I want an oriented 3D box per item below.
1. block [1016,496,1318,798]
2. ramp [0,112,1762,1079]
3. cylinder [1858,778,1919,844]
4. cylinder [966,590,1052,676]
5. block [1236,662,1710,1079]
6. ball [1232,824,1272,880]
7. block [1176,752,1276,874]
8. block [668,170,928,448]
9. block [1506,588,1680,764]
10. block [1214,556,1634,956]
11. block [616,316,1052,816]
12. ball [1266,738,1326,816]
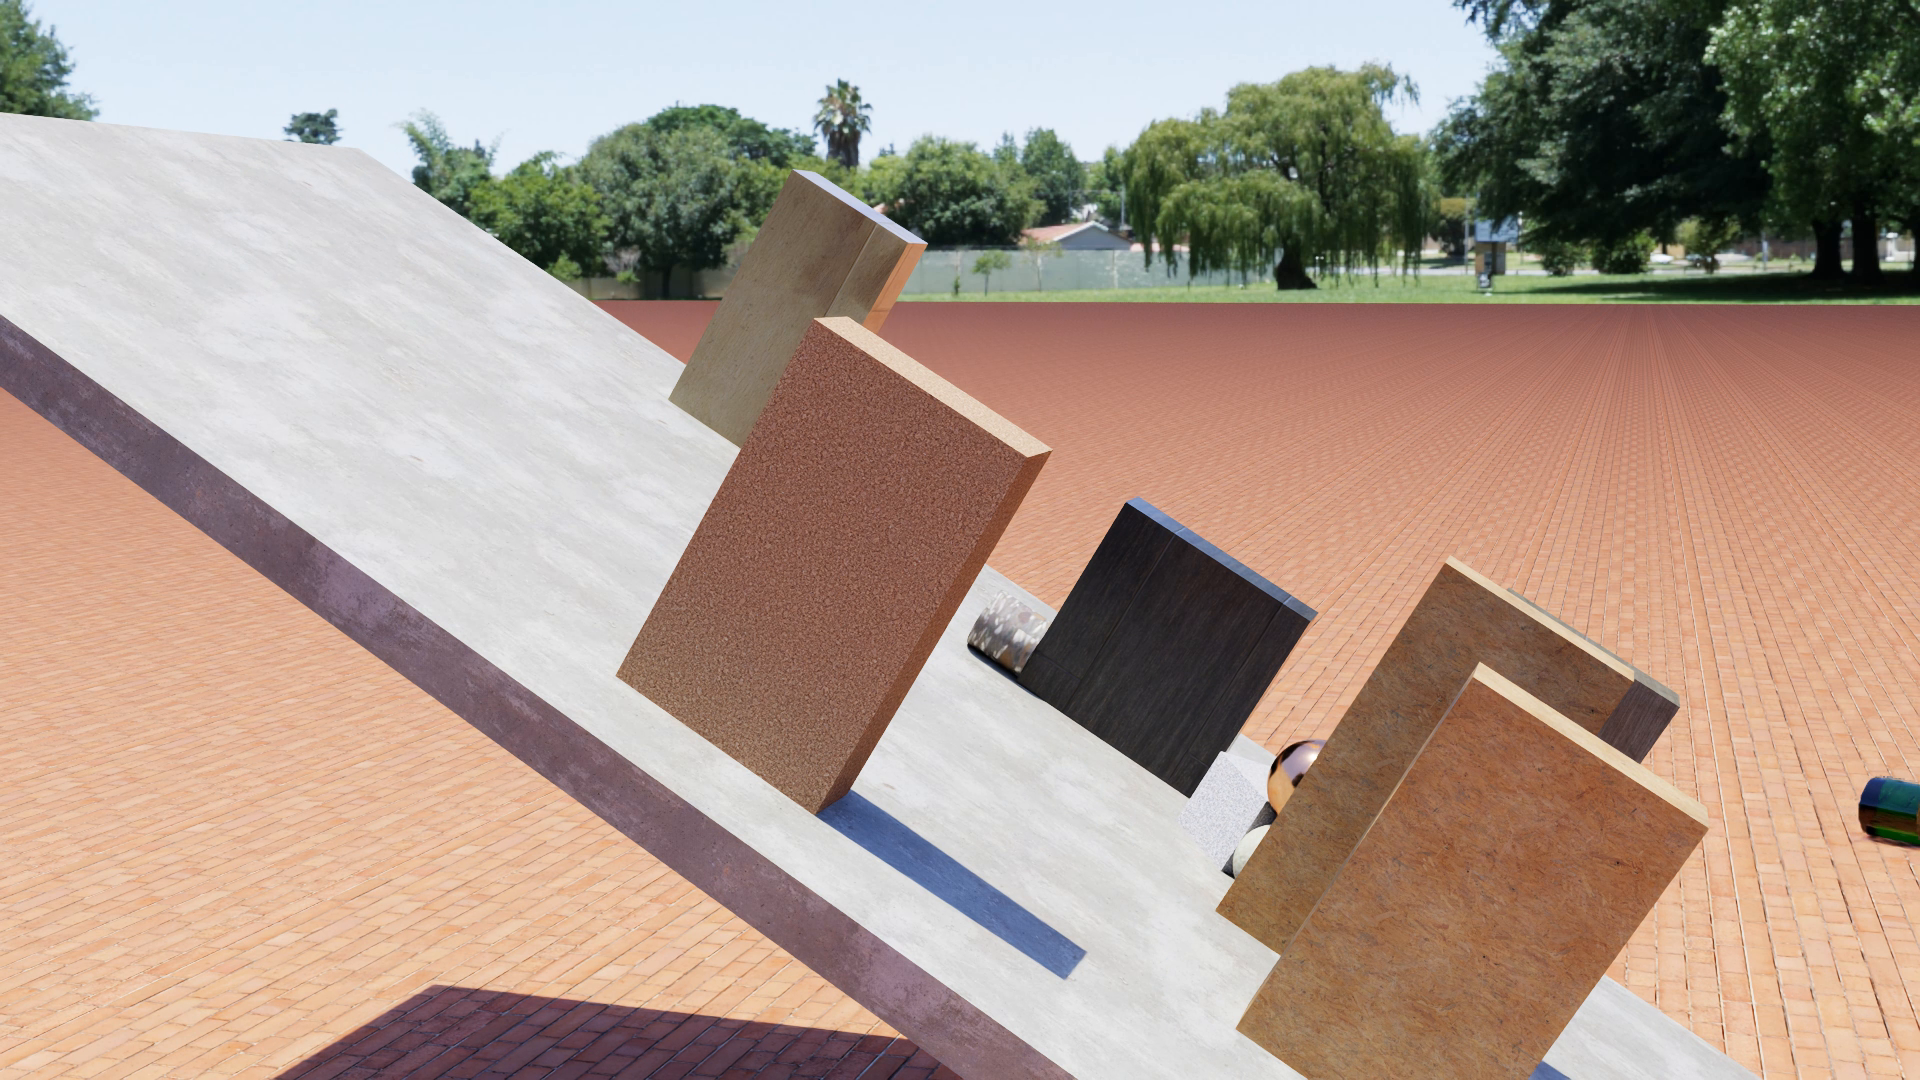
[{"bbox_3d":[0.410,0.214,4.380,0.427,0.433,0.115,34,15,11],"label":"block"},{"bbox_3d":[-0.165,0.273,4.118,4.000,0.100,2.000,34,15,11],"label":"ramp"},{"bbox_3d":[3.084,0.888,7.202,0.193,0.193,0.193,-6,9,-40],"label":"cylinder"},{"bbox_3d":[0.104,0.191,4.461,0.130,0.130,0.130,34,15,11],"label":"cylinder"},{"bbox_3d":[0.782,0.587,3.395,0.400,0.678,0.134,34,15,11],"label":"block"},{"bbox_3d":[0.572,0.594,4.008,0.149,0.149,0.149,0,7,0],"label":"ball"},{"bbox_3d":[0.548,0.527,4.156,0.162,0.162,0.162,19,18,-37],"label":"block"},{"bbox_3d":[-0.361,-0.481,4.859,0.308,0.587,0.136,34,15,11],"label":"block"},{"bbox_3d":[0.936,0.484,3.960,0.349,0.715,0.122,34,15,11],"label":"block"},{"bbox_3d":[0.792,0.437,3.788,0.360,0.739,0.102,34,15,11],"label":"block"},{"bbox_3d":[-0.197,0.037,3.357,0.383,0.646,0.146,34,15,11],"label":"block"},{"bbox_3d":[0.645,0.449,3.990,0.177,0.177,0.177,0,7,0],"label":"ball"}]
